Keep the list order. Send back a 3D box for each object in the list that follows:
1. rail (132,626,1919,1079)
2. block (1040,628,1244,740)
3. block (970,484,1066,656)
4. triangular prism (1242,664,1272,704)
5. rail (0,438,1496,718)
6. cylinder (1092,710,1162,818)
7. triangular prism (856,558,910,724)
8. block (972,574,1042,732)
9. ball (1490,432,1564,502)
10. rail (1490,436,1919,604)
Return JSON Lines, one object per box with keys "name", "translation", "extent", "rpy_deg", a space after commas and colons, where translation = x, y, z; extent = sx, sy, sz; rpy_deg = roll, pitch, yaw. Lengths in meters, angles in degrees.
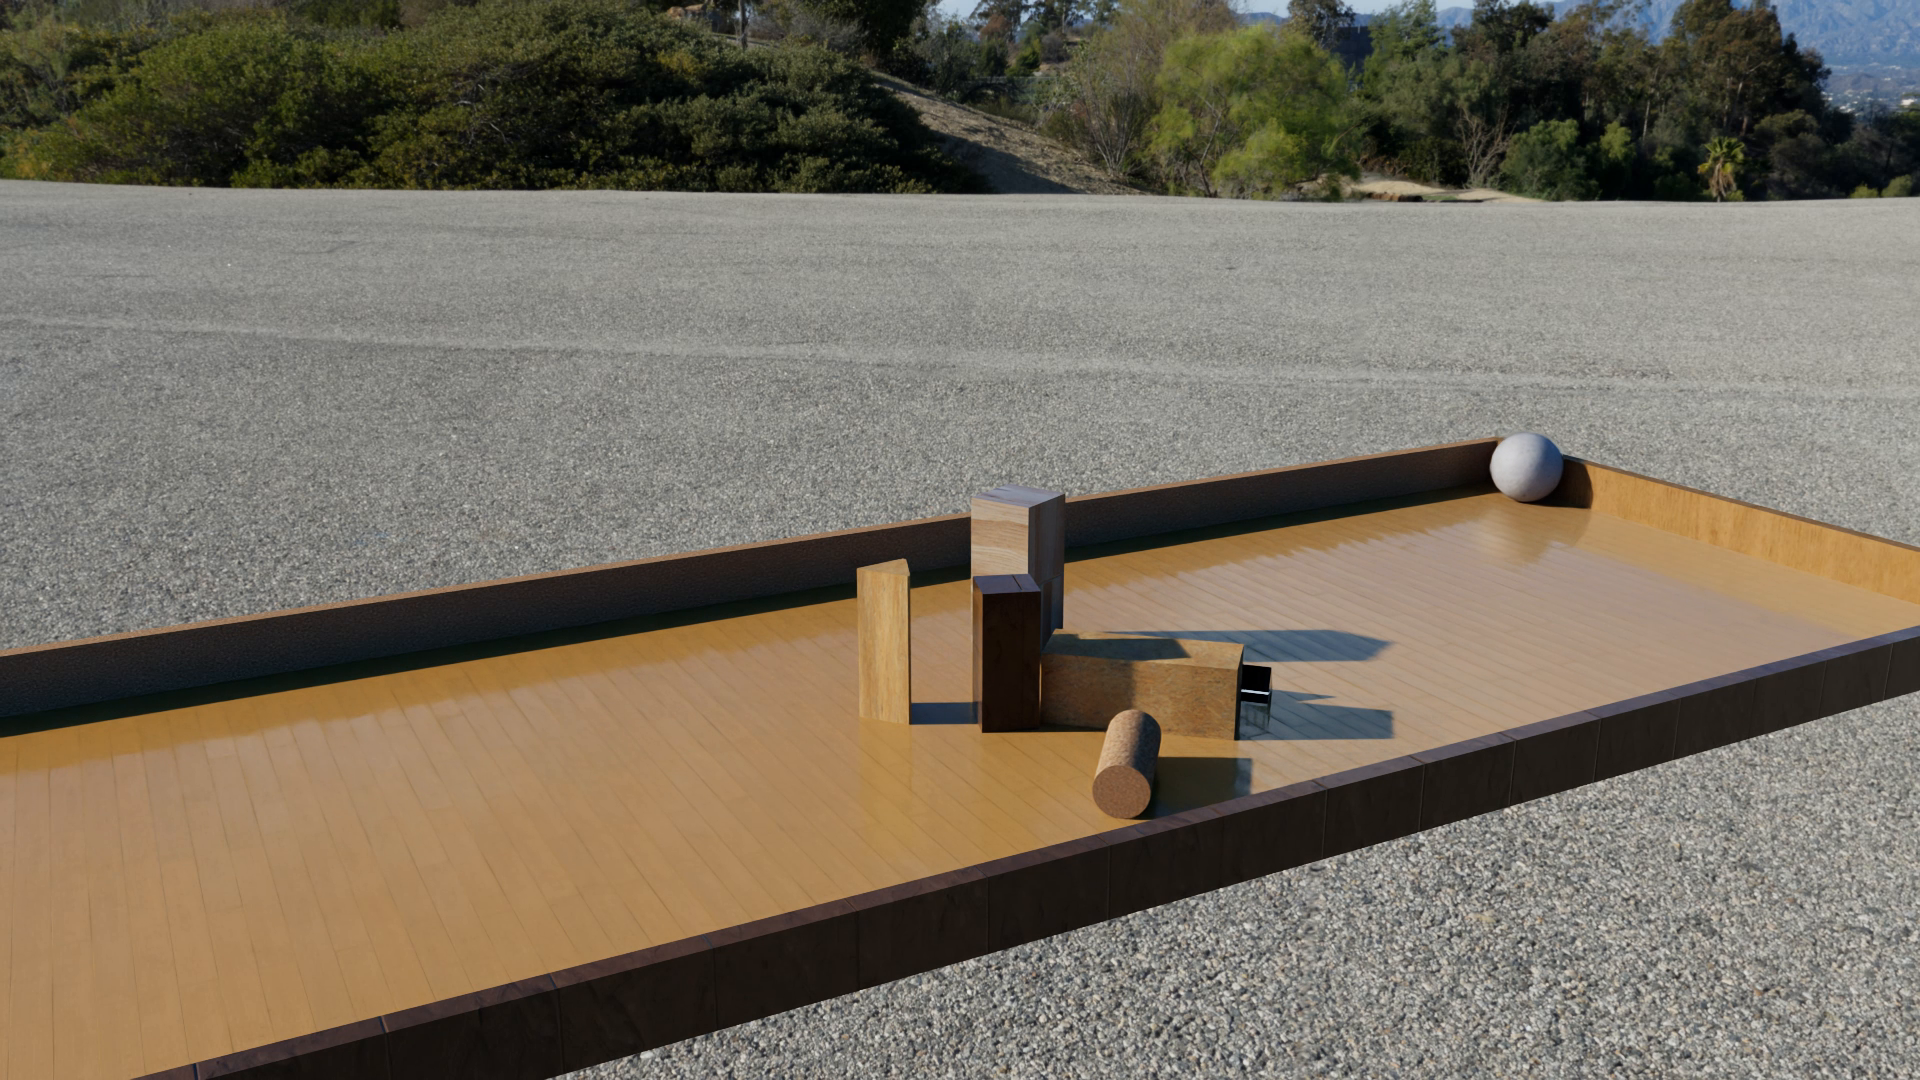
{"name": "rail", "translation": [-2.336, 1.006, 1.665], "extent": [12.000, 0.150, 0.050], "rpy_deg": [-9, 18, -27]}
{"name": "block", "translation": [0.431, 0.338, 3.896], "extent": [0.453, 0.174, 0.174], "rpy_deg": [4, 17, 13]}
{"name": "block", "translation": [0.151, 0.086, 4.319], "extent": [0.176, 0.419, 0.176], "rpy_deg": [11, 20, 34]}
{"name": "triangular prism", "translation": [0.555, 0.329, 4.092], "extent": [0.428, 0.077, 0.089], "rpy_deg": [5, 17, 17]}
{"name": "rail", "translation": [-3.305, 0.497, 3.399], "extent": [12.000, 0.150, 0.050], "rpy_deg": [-9, 18, -27]}
{"name": "cylinder", "translation": [0.359, 0.475, 3.526], "extent": [0.120, 0.120, 0.303], "rpy_deg": [3, 17, 10]}
{"name": "triangular prism", "translation": [-0.155, 0.235, 3.904], "extent": [0.135, 0.367, 0.117], "rpy_deg": [7, 18, 22]}
{"name": "block", "translation": [0.107, 0.263, 3.856], "extent": [0.135, 0.340, 0.135], "rpy_deg": [-3, 17, -9]}
{"name": "ball", "translation": [1.990, -0.256, 5.794], "extent": [0.244, 0.244, 0.244], "rpy_deg": [0, 16, 0]}
{"name": "rail", "translation": [2.466, -0.048, 5.253], "extent": [0.050, 0.150, 2.100], "rpy_deg": [-9, 18, -27]}
